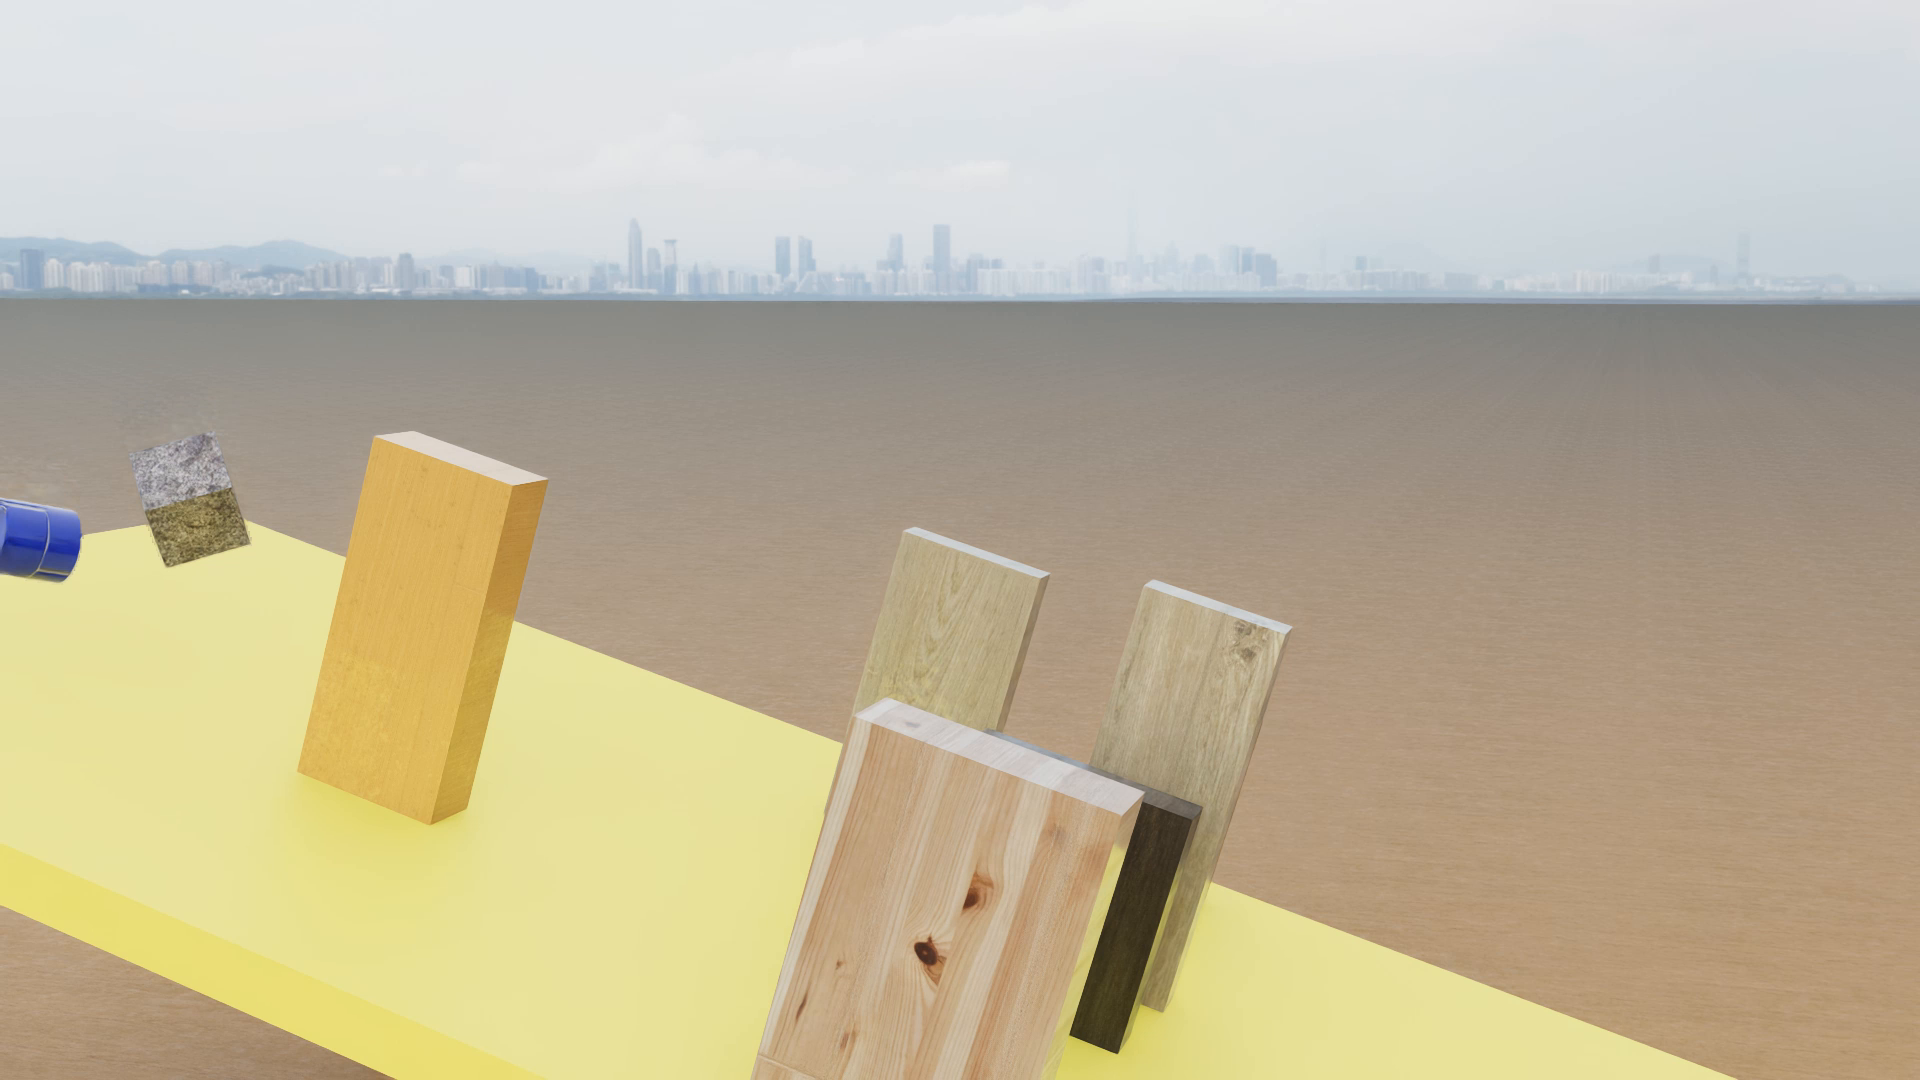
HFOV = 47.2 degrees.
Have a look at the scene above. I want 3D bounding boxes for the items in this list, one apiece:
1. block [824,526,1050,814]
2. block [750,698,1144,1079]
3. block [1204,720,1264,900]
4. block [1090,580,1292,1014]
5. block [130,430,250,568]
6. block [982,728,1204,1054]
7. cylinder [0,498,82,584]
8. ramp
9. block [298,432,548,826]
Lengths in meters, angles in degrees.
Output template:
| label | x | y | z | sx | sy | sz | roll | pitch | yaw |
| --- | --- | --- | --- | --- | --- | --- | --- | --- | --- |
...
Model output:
| label | x | y | z | sx | sy | sz | roll | pitch | yaw |
| --- | --- | --- | --- | --- | --- | --- | --- | --- | --- |
| block | -0.052 | 0.329 | 4.656 | 0.310 | 0.645 | 0.081 | 19 | 12 | 14 |
| block | -0.030 | 0.620 | 3.278 | 0.419 | 0.652 | 0.149 | 19 | 12 | 14 |
| block | 0.442 | 0.551 | 4.828 | 0.318 | 0.428 | 0.108 | 19 | 12 | 14 |
| block | 0.377 | 0.487 | 4.176 | 0.277 | 0.771 | 0.090 | 19 | 12 | 14 |
| block | -1.592 | -0.084 | 4.547 | 0.174 | 0.174 | 0.174 | -18 | 51 | -17 |
| block | 0.166 | 0.632 | 3.985 | 0.421 | 0.457 | 0.101 | 19 | 12 | 14 |
| cylinder | -1.843 | 0.001 | 4.345 | 0.149 | 0.149 | 0.149 | 7 | -4 | 45 |
| ramp | -0.372 | 0.720 | 4.236 | 4.000 | 0.100 | 2.000 | 19 | 12 | 14 |
| block | -1.003 | 0.162 | 4.098 | 0.292 | 0.664 | 0.136 | 19 | 12 | 14 |
